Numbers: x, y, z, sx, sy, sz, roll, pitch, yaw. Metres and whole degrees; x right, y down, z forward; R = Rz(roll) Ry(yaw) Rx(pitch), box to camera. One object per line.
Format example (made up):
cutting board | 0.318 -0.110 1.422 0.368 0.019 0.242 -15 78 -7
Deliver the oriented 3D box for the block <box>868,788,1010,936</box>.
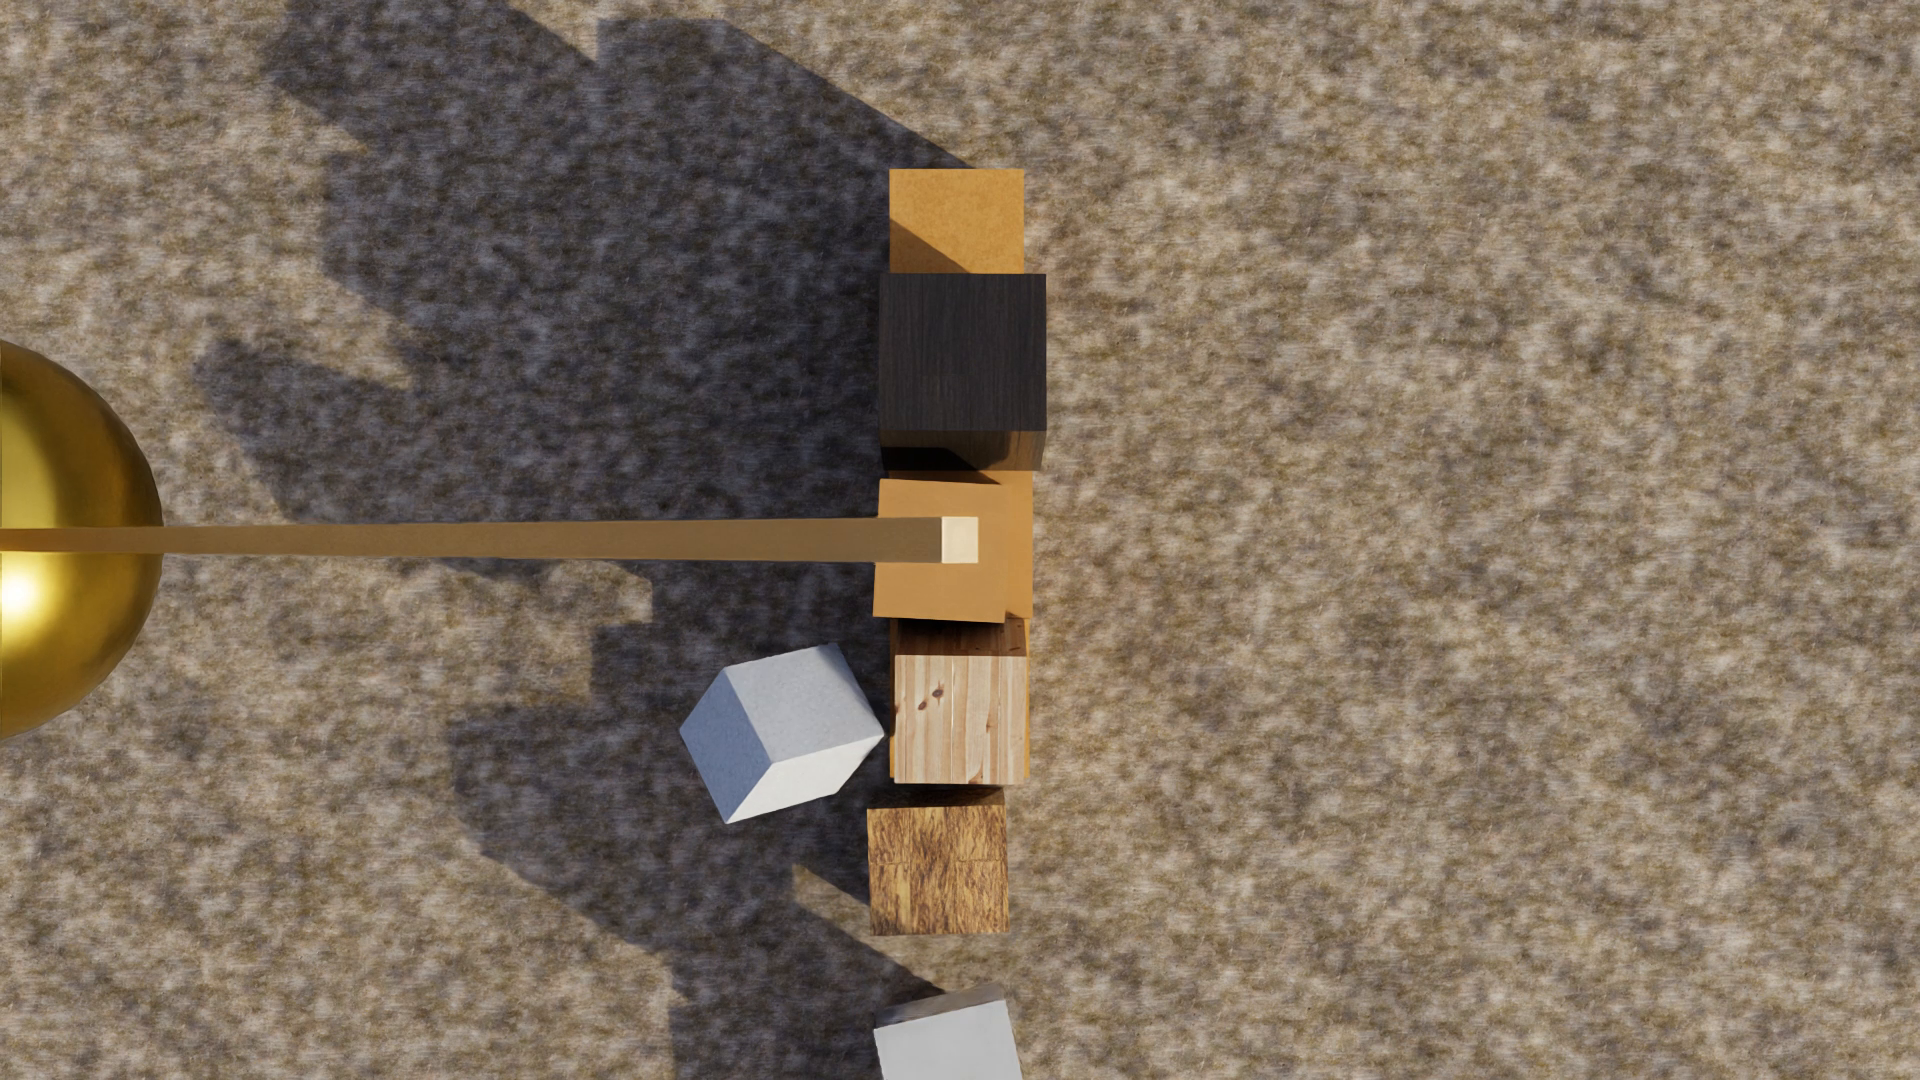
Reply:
block | -0.120 1.829 12.584 0.768 0.833 0.703 -2 90 0

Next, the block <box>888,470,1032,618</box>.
block | 0.005 -0.025 12.538 0.790 0.923 0.910 0 90 0

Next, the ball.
ball | -3.888 0.000 8.399 1.600 1.600 1.600 0 90 0

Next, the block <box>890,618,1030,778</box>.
block | -0.002 0.884 12.644 0.778 0.713 0.887 0 90 0

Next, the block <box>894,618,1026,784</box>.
block | 0.002 0.862 11.890 0.689 0.607 0.724 1 107 0

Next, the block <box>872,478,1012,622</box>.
block | -0.091 0.056 11.710 0.681 0.734 0.711 3 90 0

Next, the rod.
rod | -1.685 0.000 5.809 0.080 5.200 0.080 0 90 -40

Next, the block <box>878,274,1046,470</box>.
block | 0.013 -0.875 11.675 0.856 0.935 0.831 0 79 0

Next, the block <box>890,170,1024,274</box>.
block | -0.018 -1.696 12.562 0.741 0.876 0.698 0 90 0

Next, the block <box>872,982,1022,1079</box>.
block | -0.034 2.912 12.028 0.720 0.651 0.754 -13 87 -1

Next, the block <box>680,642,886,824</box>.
block | -0.955 1.026 11.762 0.734 0.633 0.594 -11 62 -39
